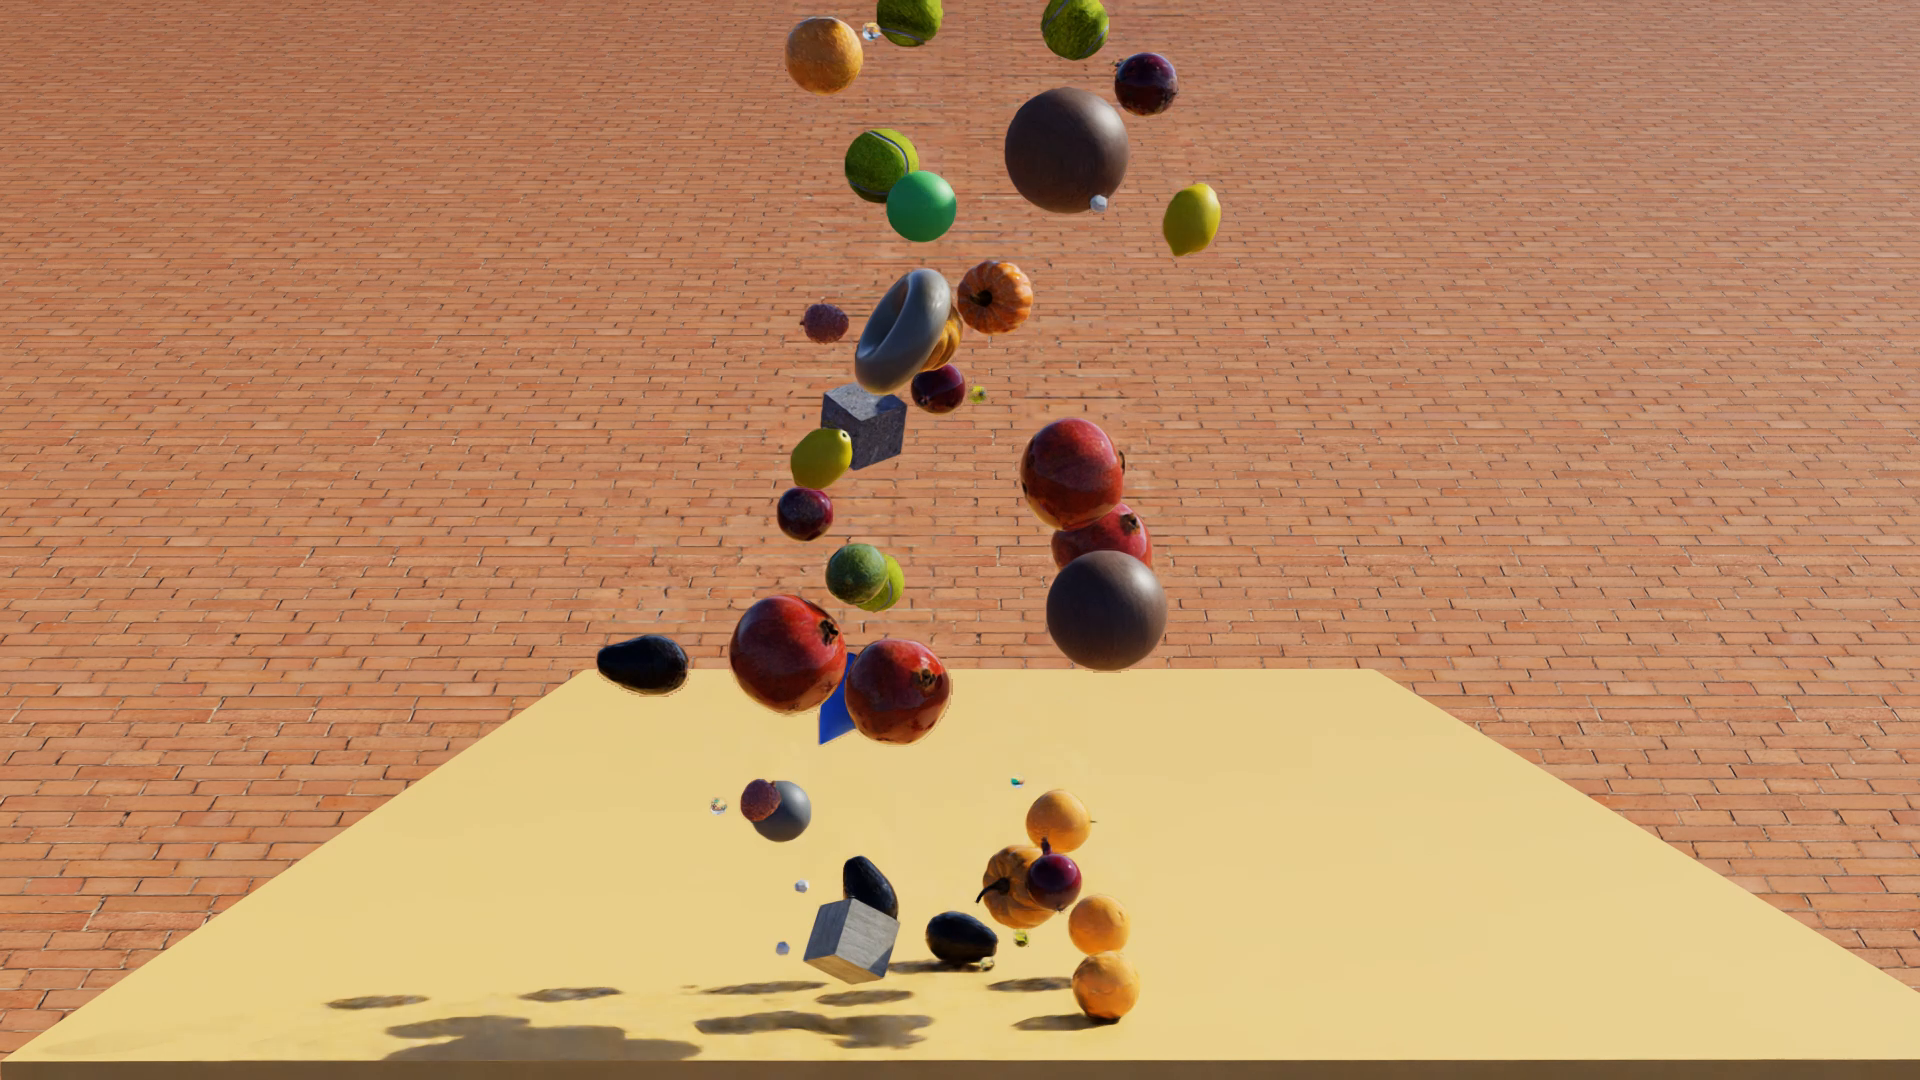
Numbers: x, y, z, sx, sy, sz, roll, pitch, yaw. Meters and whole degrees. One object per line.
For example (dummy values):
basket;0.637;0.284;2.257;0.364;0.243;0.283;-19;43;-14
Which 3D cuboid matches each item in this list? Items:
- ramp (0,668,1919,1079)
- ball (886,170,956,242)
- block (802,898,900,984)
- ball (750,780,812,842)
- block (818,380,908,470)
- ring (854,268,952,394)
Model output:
ramp;0.052;0.470;4.535;2.000;0.100;4.000;0;3;0
ball;-0.035;-0.299;2.308;0.063;0.063;0.063;0;22;0
block;-0.115;0.426;2.727;0.065;0.065;0.065;31;-30;-26
ball;-0.203;0.307;2.913;0.070;0.070;0.070;0;22;0
block;-0.104;-0.125;2.754;0.063;0.063;0.063;-22;45;-35
ring;-0.054;-0.195;2.404;0.043;0.130;0.130;29;15;-19
